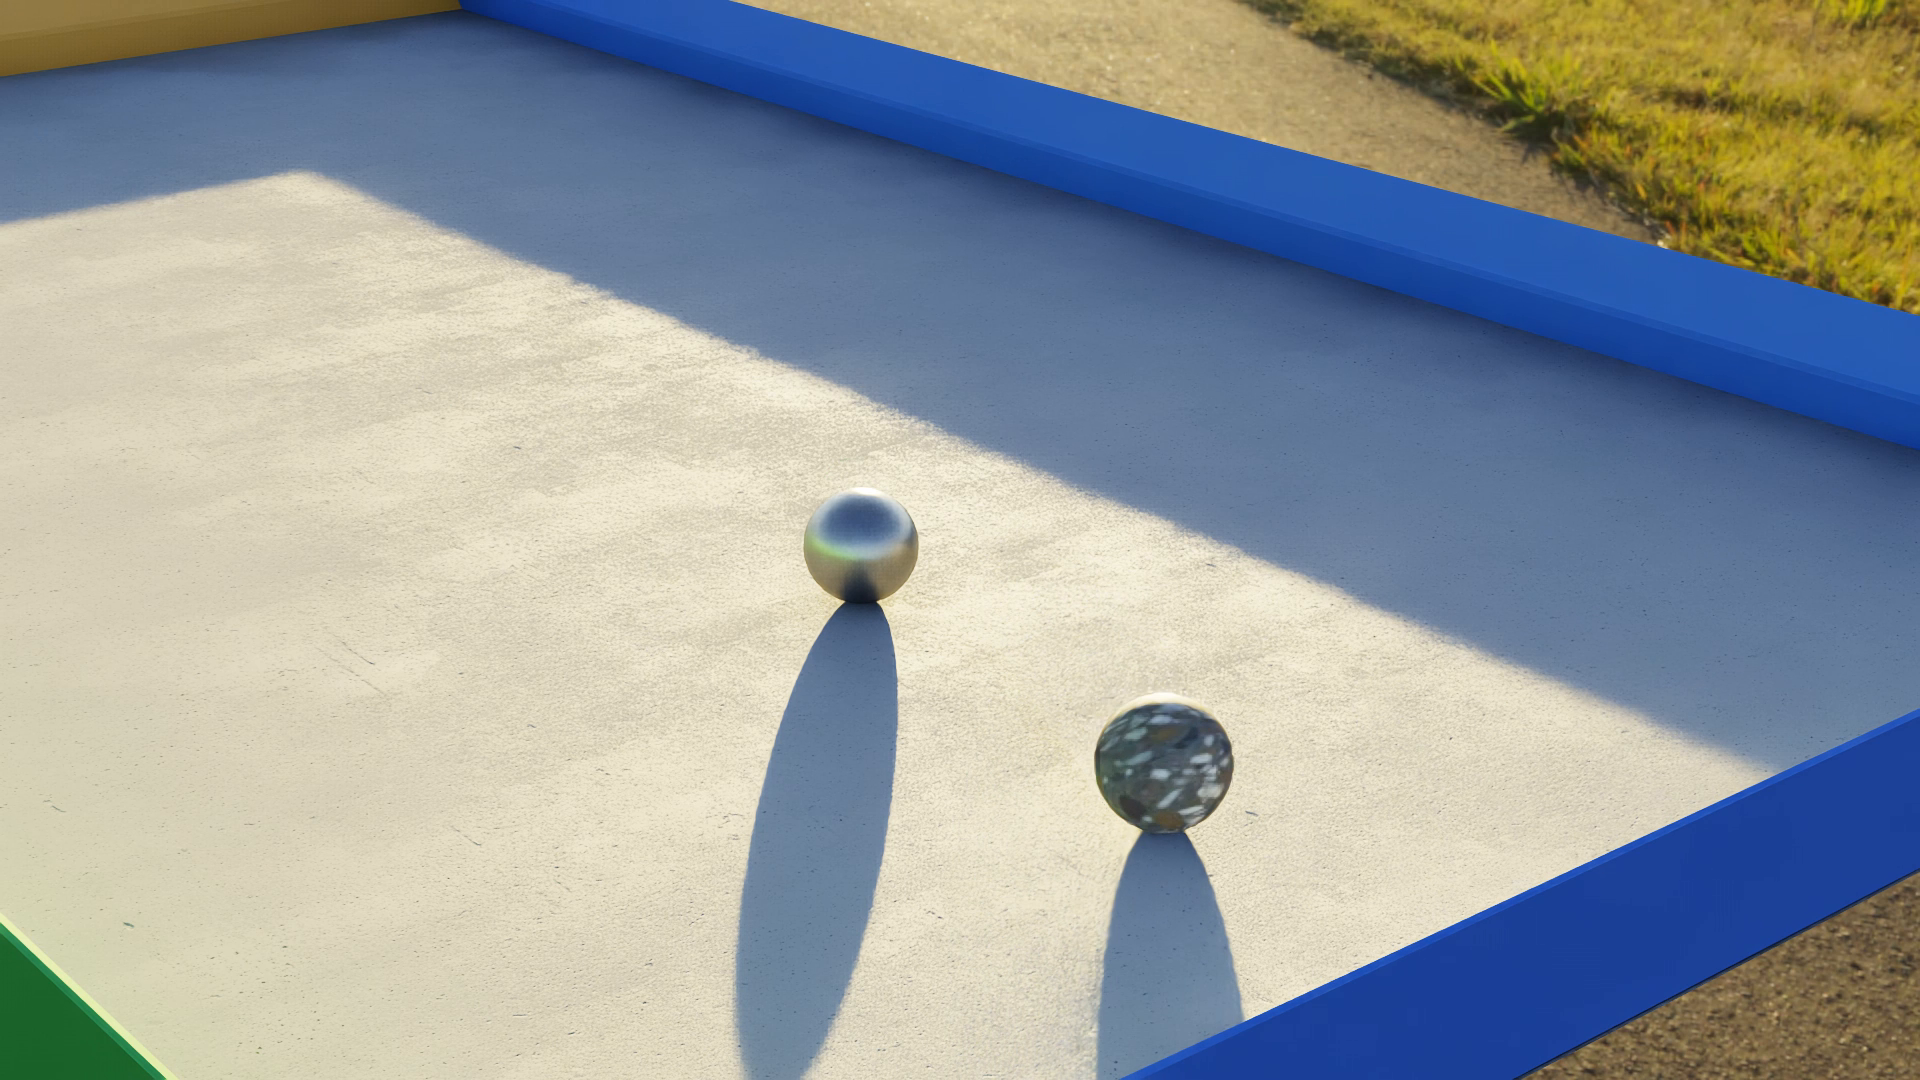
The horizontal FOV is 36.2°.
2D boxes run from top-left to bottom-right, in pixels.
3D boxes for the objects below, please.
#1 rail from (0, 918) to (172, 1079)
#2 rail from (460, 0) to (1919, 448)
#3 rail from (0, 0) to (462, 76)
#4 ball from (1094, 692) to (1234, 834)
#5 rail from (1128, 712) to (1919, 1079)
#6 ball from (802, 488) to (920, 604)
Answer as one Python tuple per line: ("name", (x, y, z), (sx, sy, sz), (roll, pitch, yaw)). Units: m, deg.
("rail", (-1.219, -0.029, 2.504), (0.045, 0.128, 3.219), (-17, 27, -36))
("rail", (0.196, -0.460, 3.586), (0.045, 0.128, 3.219), (-17, 27, -36))
("rail", (-1.519, -0.697, 4.183), (1.880, 0.128, 0.045), (-17, 27, -36))
("ball", (0.144, 0.157, 2.077), (0.099, 0.099, 0.099), (0, 22, 0))
("rail", (0.496, 0.208, 1.907), (1.880, 0.128, 0.045), (-17, 27, -36))
("ball", (-0.083, 0.005, 2.463), (0.097, 0.097, 0.097), (0, 22, 0))
